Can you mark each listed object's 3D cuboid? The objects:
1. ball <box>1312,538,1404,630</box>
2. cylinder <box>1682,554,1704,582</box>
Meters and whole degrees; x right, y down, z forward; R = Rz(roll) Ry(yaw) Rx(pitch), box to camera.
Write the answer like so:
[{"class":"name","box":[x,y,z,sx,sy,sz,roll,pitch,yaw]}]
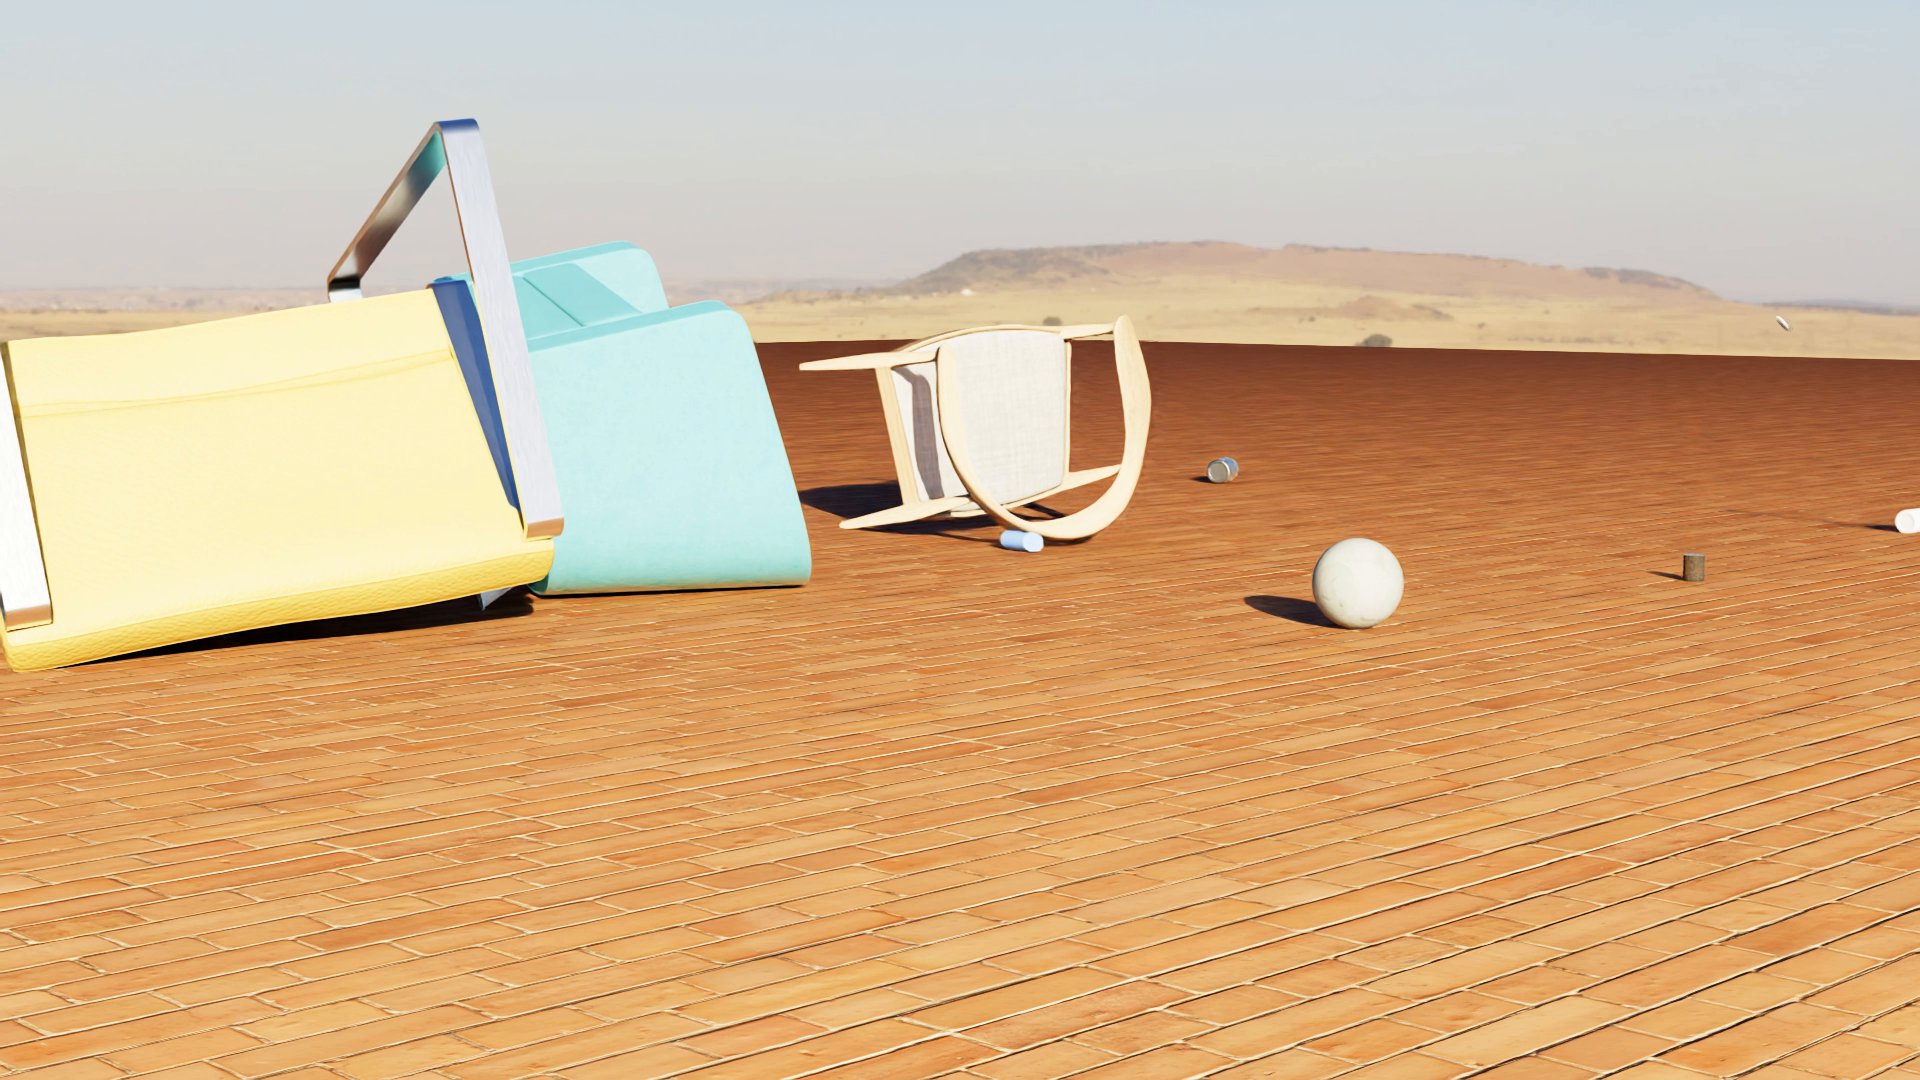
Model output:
[{"class":"ball","box":[0.743,0.081,4.794,0.170,0.170,0.170,0,6,0]},{"class":"cylinder","box":[1.588,0.060,5.553,0.045,0.056,0.040,2,6,16]}]
